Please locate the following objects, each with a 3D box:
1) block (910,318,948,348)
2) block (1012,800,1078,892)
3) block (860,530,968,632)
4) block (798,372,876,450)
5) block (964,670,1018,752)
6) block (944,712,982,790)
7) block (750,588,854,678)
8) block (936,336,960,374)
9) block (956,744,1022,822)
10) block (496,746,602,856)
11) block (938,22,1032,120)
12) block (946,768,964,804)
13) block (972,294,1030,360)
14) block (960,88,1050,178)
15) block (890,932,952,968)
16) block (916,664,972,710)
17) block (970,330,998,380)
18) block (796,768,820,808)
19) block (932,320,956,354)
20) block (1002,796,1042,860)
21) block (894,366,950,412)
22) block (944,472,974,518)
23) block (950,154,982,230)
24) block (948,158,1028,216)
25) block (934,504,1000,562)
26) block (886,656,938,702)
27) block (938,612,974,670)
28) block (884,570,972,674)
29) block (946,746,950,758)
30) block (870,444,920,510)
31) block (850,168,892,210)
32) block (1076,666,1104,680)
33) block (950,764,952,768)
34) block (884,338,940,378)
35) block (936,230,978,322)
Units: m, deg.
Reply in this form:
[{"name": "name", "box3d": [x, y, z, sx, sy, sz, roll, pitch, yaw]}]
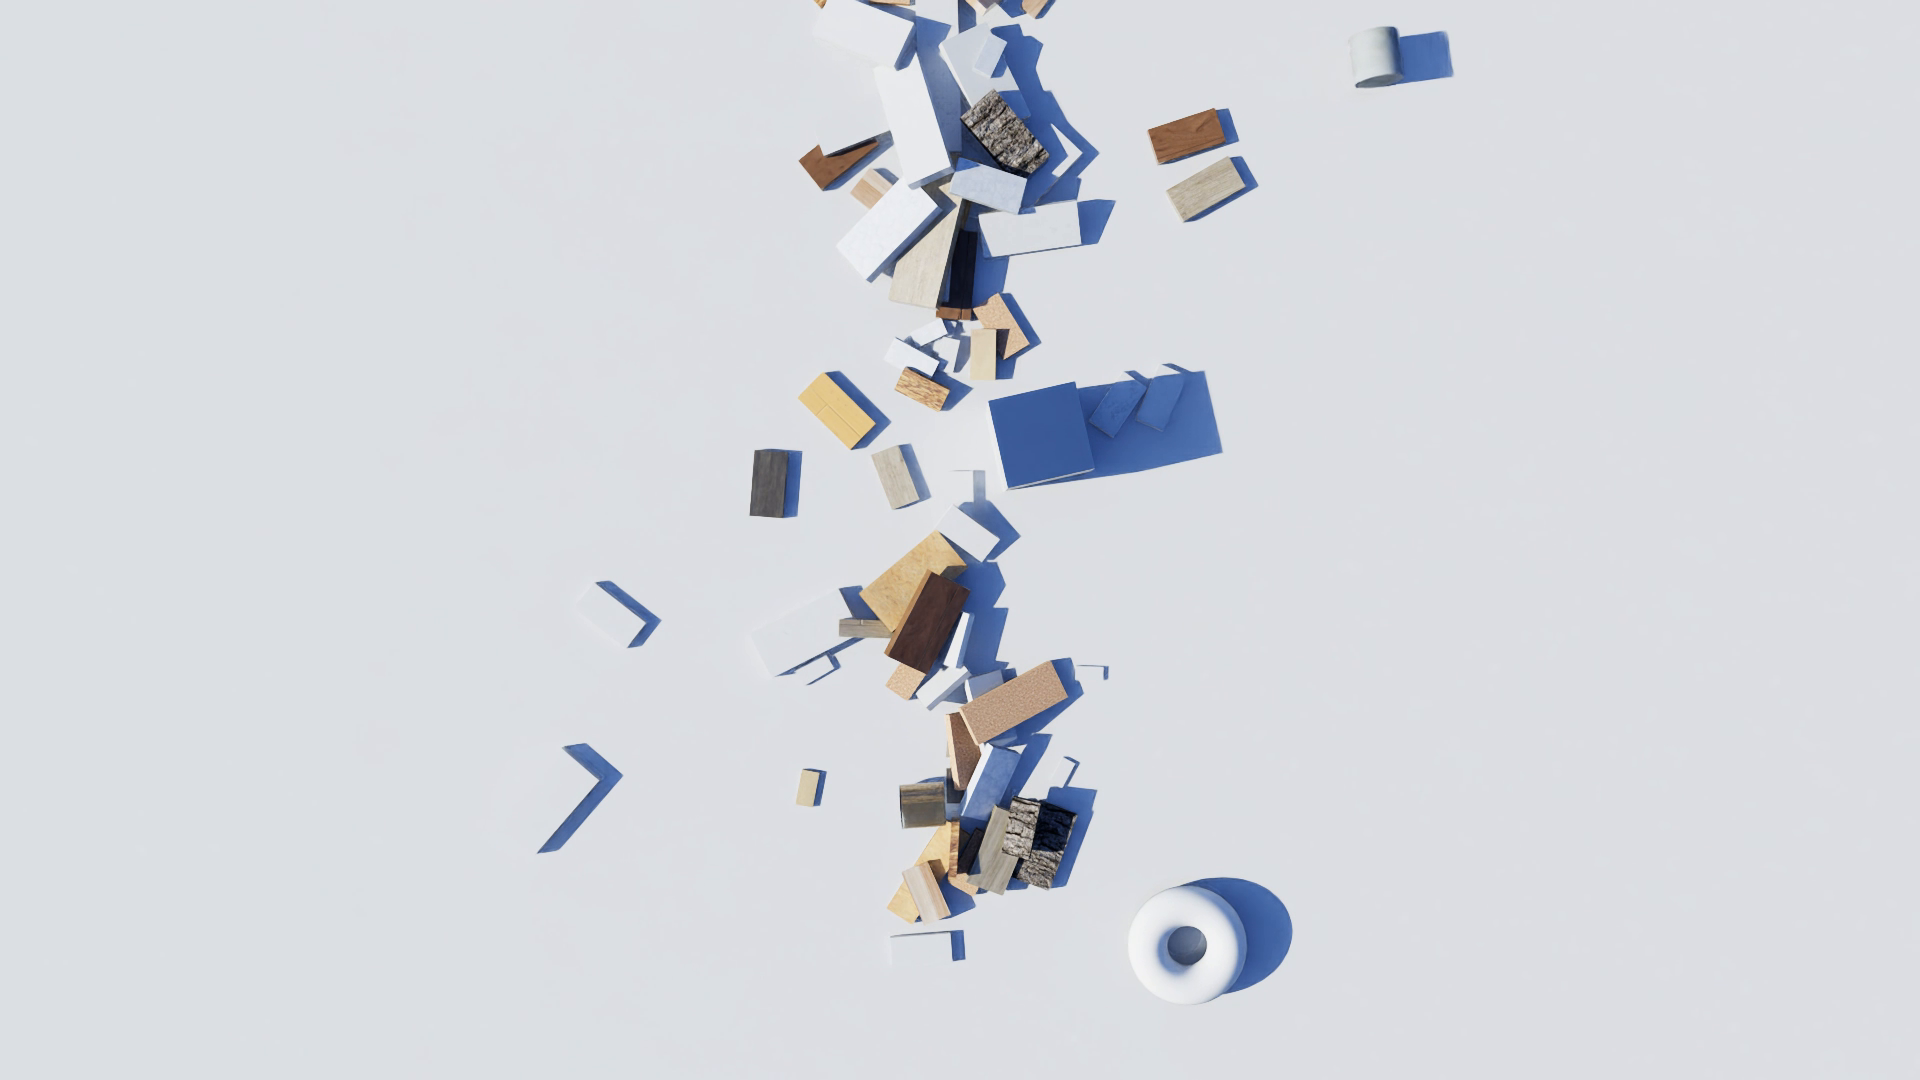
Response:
[{"name": "block", "box3d": [-0.102, -0.687, 5.480, 0.113, 0.016, 0.057, -24, 84, 9]}, {"name": "block", "box3d": [0.279, 1.014, 5.481, 0.134, 0.038, 0.268, 21, 90, 0]}, {"name": "block", "box3d": [-0.154, 0.135, 5.454, 0.332, 0.047, 0.166, -40, 90, -8]}, {"name": "block", "box3d": [-0.410, -0.429, 5.483, 0.245, 0.035, 0.122, 45, 90, 0]}, {"name": "block", "box3d": [0.103, 0.569, 5.458, 0.125, 0.035, 0.250, -14, 90, -25]}, {"name": "block", "box3d": [0.027, 0.691, 5.453, 0.125, 0.035, 0.250, -8, 90, -29]}, {"name": "block", "box3d": [-0.513, 0.309, 5.476, 0.332, 0.047, 0.166, -27, 90, 0]}, {"name": "block", "box3d": [-0.040, -0.615, 5.475, 0.057, 0.016, 0.113, 13, 108, 0]}, {"name": "block", "box3d": [0.096, 0.800, 5.436, 0.125, 0.035, 0.250, 19, 98, -36]}, {"name": "block", "box3d": [-1.365, 0.867, 5.476, 0.166, 0.047, 0.332, 41, 90, 0]}, {"name": "block", "box3d": [0.083, -1.518, 5.451, 0.168, 0.048, 0.337, -27, 94, -9]}, {"name": "block", "box3d": [-0.016, 0.816, 5.477, 0.058, 0.017, 0.117, 0, 99, 0]}, {"name": "block", "box3d": [0.136, -0.710, 5.486, 0.099, 0.028, 0.199, -32, 90, 0]}, {"name": "block", "box3d": [0.148, -1.321, 5.415, 0.143, 0.041, 0.286, -42, 98, -3]}, {"name": "block", "box3d": [-0.129, 1.363, 5.486, 0.202, 0.029, 0.101, -4, 90, 0]}, {"name": "block", "box3d": [-0.055, 0.476, 5.455, 0.184, 0.092, 0.026, -41, 127, 0]}, {"name": "block", "box3d": [0.079, -0.615, 5.471, 0.084, 0.024, 0.167, 2, 97, 11]}, {"name": "block", "box3d": [-0.508, 0.826, 5.492, 0.058, 0.017, 0.117, 11, 90, 0]}, {"name": "block", "box3d": [-0.052, -0.674, 5.492, 0.057, 0.016, 0.113, 12, 90, 0]}, {"name": "block", "box3d": [0.202, 0.943, 5.405, 0.095, 0.027, 0.189, 12, 93, 14]}, {"name": "block", "box3d": [-0.125, -0.500, 5.474, 0.167, 0.024, 0.084, 27, 111, 0]}, {"name": "block", "box3d": [-0.005, -0.130, 5.486, 0.098, 0.028, 0.195, -1, 90, 0]}, {"name": "block", "box3d": [-0.015, -1.154, 5.467, 0.116, 0.033, 0.232, 15, 90, 18]}, {"name": "block", "box3d": [0.090, -1.152, 5.373, 0.235, 0.033, 0.117, 16, 88, -12]}, {"name": "block", "box3d": [0.024, -0.025, 5.460, 0.195, 0.028, 0.098, 36, 102, -9]}, {"name": "block", "box3d": [-0.161, 0.434, 5.487, 0.092, 0.026, 0.184, 34, 90, 0]}, {"name": "block", "box3d": [-0.013, 0.327, 5.457, 0.026, 0.092, 0.184, 15, 90, -42]}, {"name": "block", "box3d": [-0.107, 0.269, 5.419, 0.156, 0.044, 0.312, 27, 92, -23]}, {"name": "block", "box3d": [-0.012, 0.666, 5.478, 0.059, 0.017, 0.117, 6, 82, 1]}, {"name": "block", "box3d": [-0.216, -0.208, 5.486, 0.098, 0.028, 0.195, -21, 90, 0]}, {"name": "block", "box3d": [-0.246, -1.125, 5.484, 0.220, 0.031, 0.110, 39, 90, 0]}, {"name": "block", "box3d": [0.431, 0.444, 5.493, 0.093, 0.013, 0.046, 2, 90, 0]}, {"name": "block", "box3d": [-0.003, 0.746, 5.492, 0.059, 0.017, 0.117, 1, 90, 0]}, {"name": "block", "box3d": [-0.159, -0.597, 5.476, 0.167, 0.024, 0.084, 29, 108, 0]}, {"name": "block", "box3d": [-0.010, -0.880, 5.484, 0.116, 0.033, 0.294, 5, 90, 0]}]
